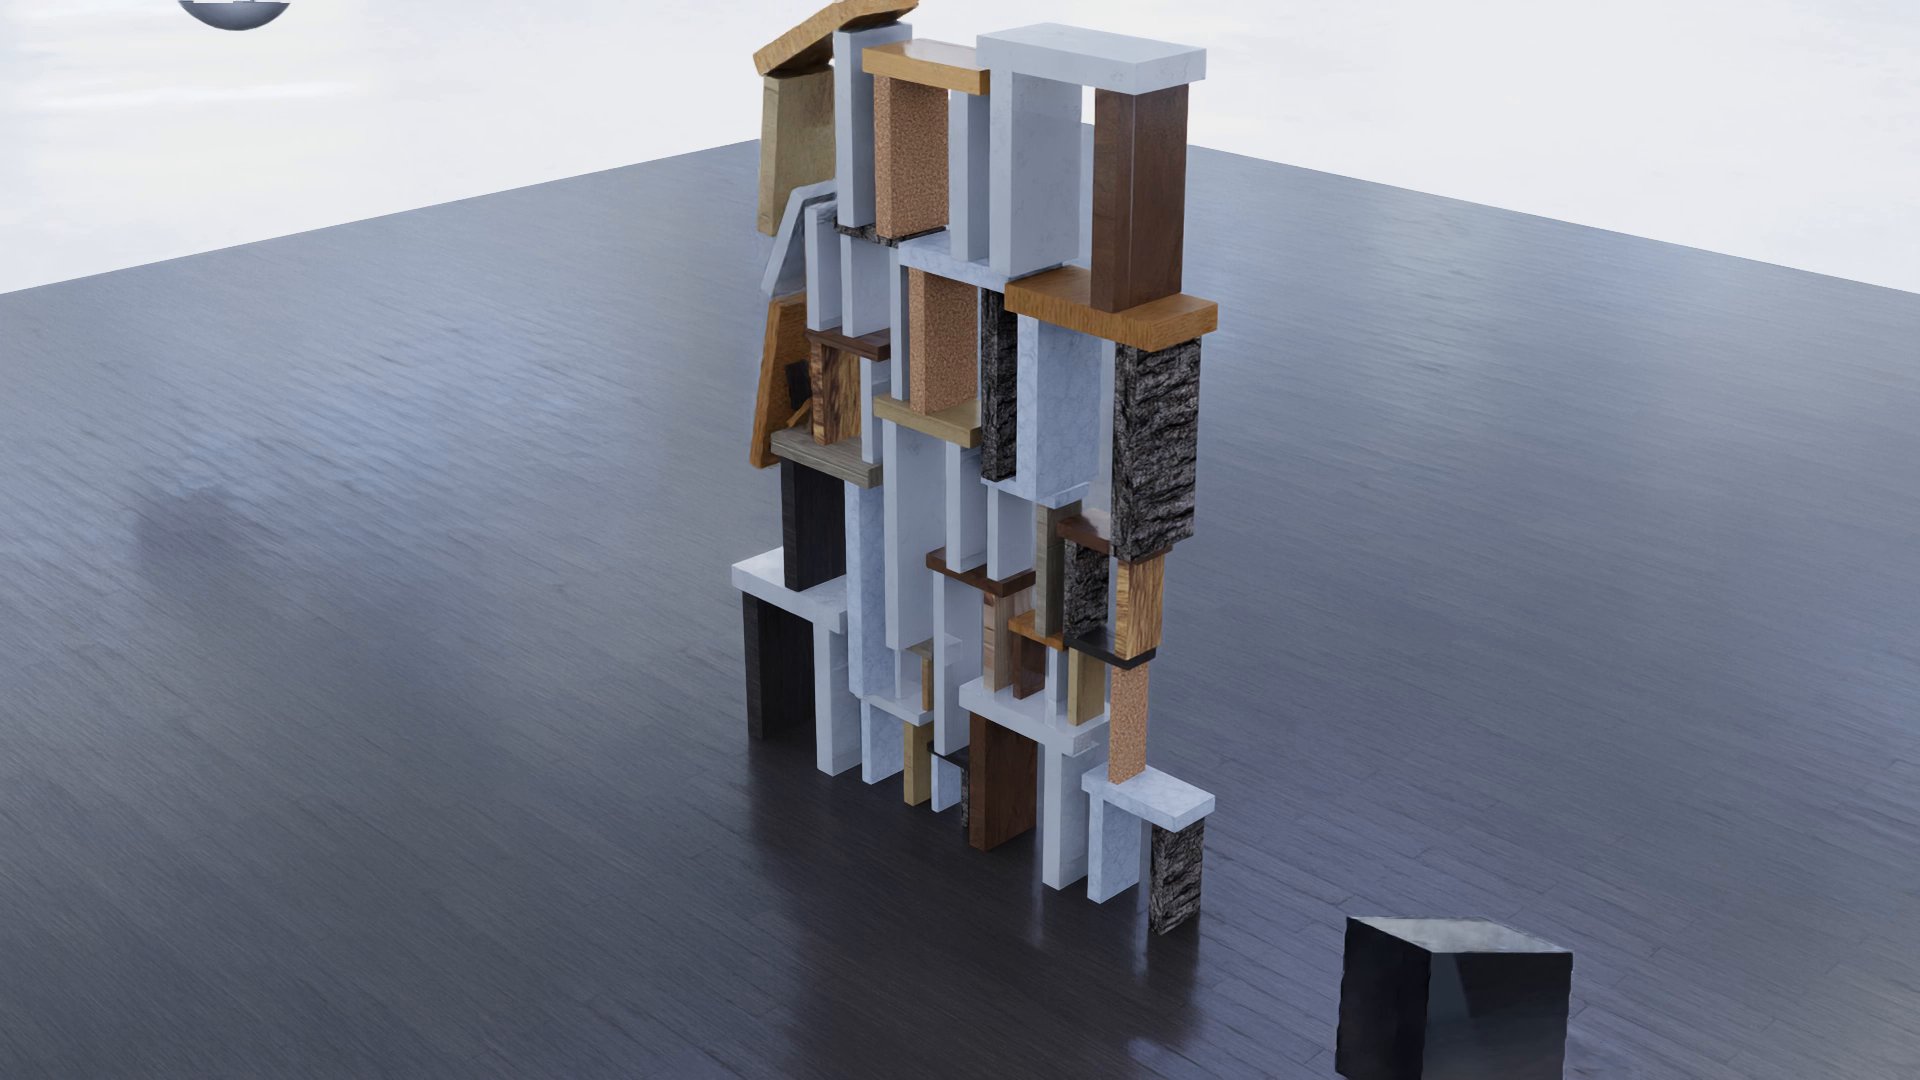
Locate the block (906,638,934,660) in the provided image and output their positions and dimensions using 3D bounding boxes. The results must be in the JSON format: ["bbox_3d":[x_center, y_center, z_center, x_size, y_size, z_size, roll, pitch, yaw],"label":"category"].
[{"bbox_3d":[-0.076,0.207,4.397,0.118,0.017,0.059,21,31,41],"label":"block"}]

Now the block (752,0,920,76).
[{"bbox_3d":[-0.234,-0.945,4.081,0.156,0.044,0.311,-21,3,-40],"label":"block"}]

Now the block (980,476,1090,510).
[{"bbox_3d":[0.137,-0.105,4.033,0.186,0.026,0.093,21,31,41],"label":"block"}]

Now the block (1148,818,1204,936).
[{"bbox_3d":[0.398,0.604,4.050,0.032,0.225,0.113,21,31,41],"label":"block"}]

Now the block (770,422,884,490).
[{"bbox_3d":[-0.228,-0.177,4.391,0.145,0.041,0.290,-21,31,-40],"label":"block"}]

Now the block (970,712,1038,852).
[{"bbox_3d":[0.086,0.450,4.321,0.042,0.297,0.148,21,31,41],"label":"block"}]

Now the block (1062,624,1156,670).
[{"bbox_3d":[0.272,0.192,4.011,0.078,0.022,0.157,-21,31,-40],"label":"block"}]

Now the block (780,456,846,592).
[{"bbox_3d":[-0.296,-0.051,4.518,0.041,0.290,0.145,21,31,41],"label":"block"}]

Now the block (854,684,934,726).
[{"bbox_3d":[-0.116,0.322,4.483,0.094,0.027,0.189,-21,31,-41],"label":"block"}]

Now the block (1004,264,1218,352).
[{"bbox_3d":[0.256,-0.400,3.769,0.169,0.048,0.338,-21,31,-40],"label":"block"}]

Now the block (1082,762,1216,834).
[{"bbox_3d":[0.345,0.465,4.048,0.225,0.032,0.112,21,31,41],"label":"block"}]

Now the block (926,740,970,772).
[{"bbox_3d":[0.002,0.425,4.403,0.130,0.018,0.065,21,31,41],"label":"block"}]

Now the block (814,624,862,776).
[{"bbox_3d":[-0.223,0.308,4.600,0.048,0.339,0.170,21,31,41],"label":"block"}]

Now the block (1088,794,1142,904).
[{"bbox_3d":[0.292,0.562,4.147,0.032,0.225,0.113,21,31,41],"label":"block"}]

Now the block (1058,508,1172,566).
[{"bbox_3d":[0.276,-0.007,3.928,0.095,0.027,0.191,-21,31,-40],"label":"block"}]

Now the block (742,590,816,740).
[{"bbox_3d":[-0.383,0.246,4.748,0.048,0.339,0.170,21,31,41],"label":"block"}]

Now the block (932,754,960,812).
[{"bbox_3d":[-0.028,0.482,4.460,0.065,0.130,0.018,-21,31,-41],"label":"block"}]

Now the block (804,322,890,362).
[{"bbox_3d":[-0.193,-0.395,4.271,0.106,0.030,0.212,-21,31,-40],"label":"block"}]

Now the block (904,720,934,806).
[{"bbox_3d":[-0.071,0.439,4.484,0.027,0.189,0.094,21,31,41],"label":"block"}]

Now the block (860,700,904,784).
[{"bbox_3d":[-0.160,0.404,4.566,0.027,0.189,0.095,21,31,41],"label":"block"}]

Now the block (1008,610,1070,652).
[{"bbox_3d":[0.165,0.169,4.117,0.069,0.020,0.138,-21,31,-40],"label":"block"}]

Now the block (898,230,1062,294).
[{"bbox_3d":[0.035,-0.504,3.966,0.139,0.039,0.278,-21,31,-41],"label":"block"}]

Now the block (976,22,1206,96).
[{"bbox_3d":[0.214,-0.801,3.646,0.354,0.050,0.177,21,31,41],"label":"block"}]

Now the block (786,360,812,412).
[{"bbox_3d":[-0.323,-0.312,4.435,0.048,0.095,0.014,-24,26,-38],"label":"block"}]

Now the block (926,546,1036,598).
[{"bbox_3d":[0.043,0.053,4.207,0.204,0.029,0.102,21,31,41],"label":"block"}]

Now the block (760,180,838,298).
[{"bbox_3d":[-0.303,-0.589,4.298,0.120,0.240,0.034,-21,57,-40],"label":"block"}]

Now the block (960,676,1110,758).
[{"bbox_3d":[0.156,0.321,4.190,0.297,0.042,0.148,21,31,41],"label":"block"}]

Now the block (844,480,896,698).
[{"bbox_3d":[-0.160,0.081,4.426,0.145,0.461,0.041,-21,31,-40],"label":"block"}]

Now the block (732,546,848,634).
[{"bbox_3d":[-0.303,0.099,4.598,0.339,0.048,0.170,21,31,41],"label":"block"}]

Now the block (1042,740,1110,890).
[{"bbox_3d":[0.226,0.504,4.192,0.042,0.297,0.148,21,31,41],"label":"block"}]

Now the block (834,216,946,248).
[{"bbox_3d":[-0.132,-0.583,4.125,0.201,0.028,0.100,21,31,40],"label":"block"}]

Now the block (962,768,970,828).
[{"bbox_3d":[0.033,0.505,4.404,0.018,0.130,0.065,21,31,41],"label":"block"}]

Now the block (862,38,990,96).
[{"bbox_3d":[-0.018,-0.838,3.882,0.147,0.042,0.294,-21,31,-40],"label":"block"}]

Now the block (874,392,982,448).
[{"bbox_3d":[-0.028,-0.237,4.147,0.258,0.037,0.129,21,31,40],"label":"block"}]
